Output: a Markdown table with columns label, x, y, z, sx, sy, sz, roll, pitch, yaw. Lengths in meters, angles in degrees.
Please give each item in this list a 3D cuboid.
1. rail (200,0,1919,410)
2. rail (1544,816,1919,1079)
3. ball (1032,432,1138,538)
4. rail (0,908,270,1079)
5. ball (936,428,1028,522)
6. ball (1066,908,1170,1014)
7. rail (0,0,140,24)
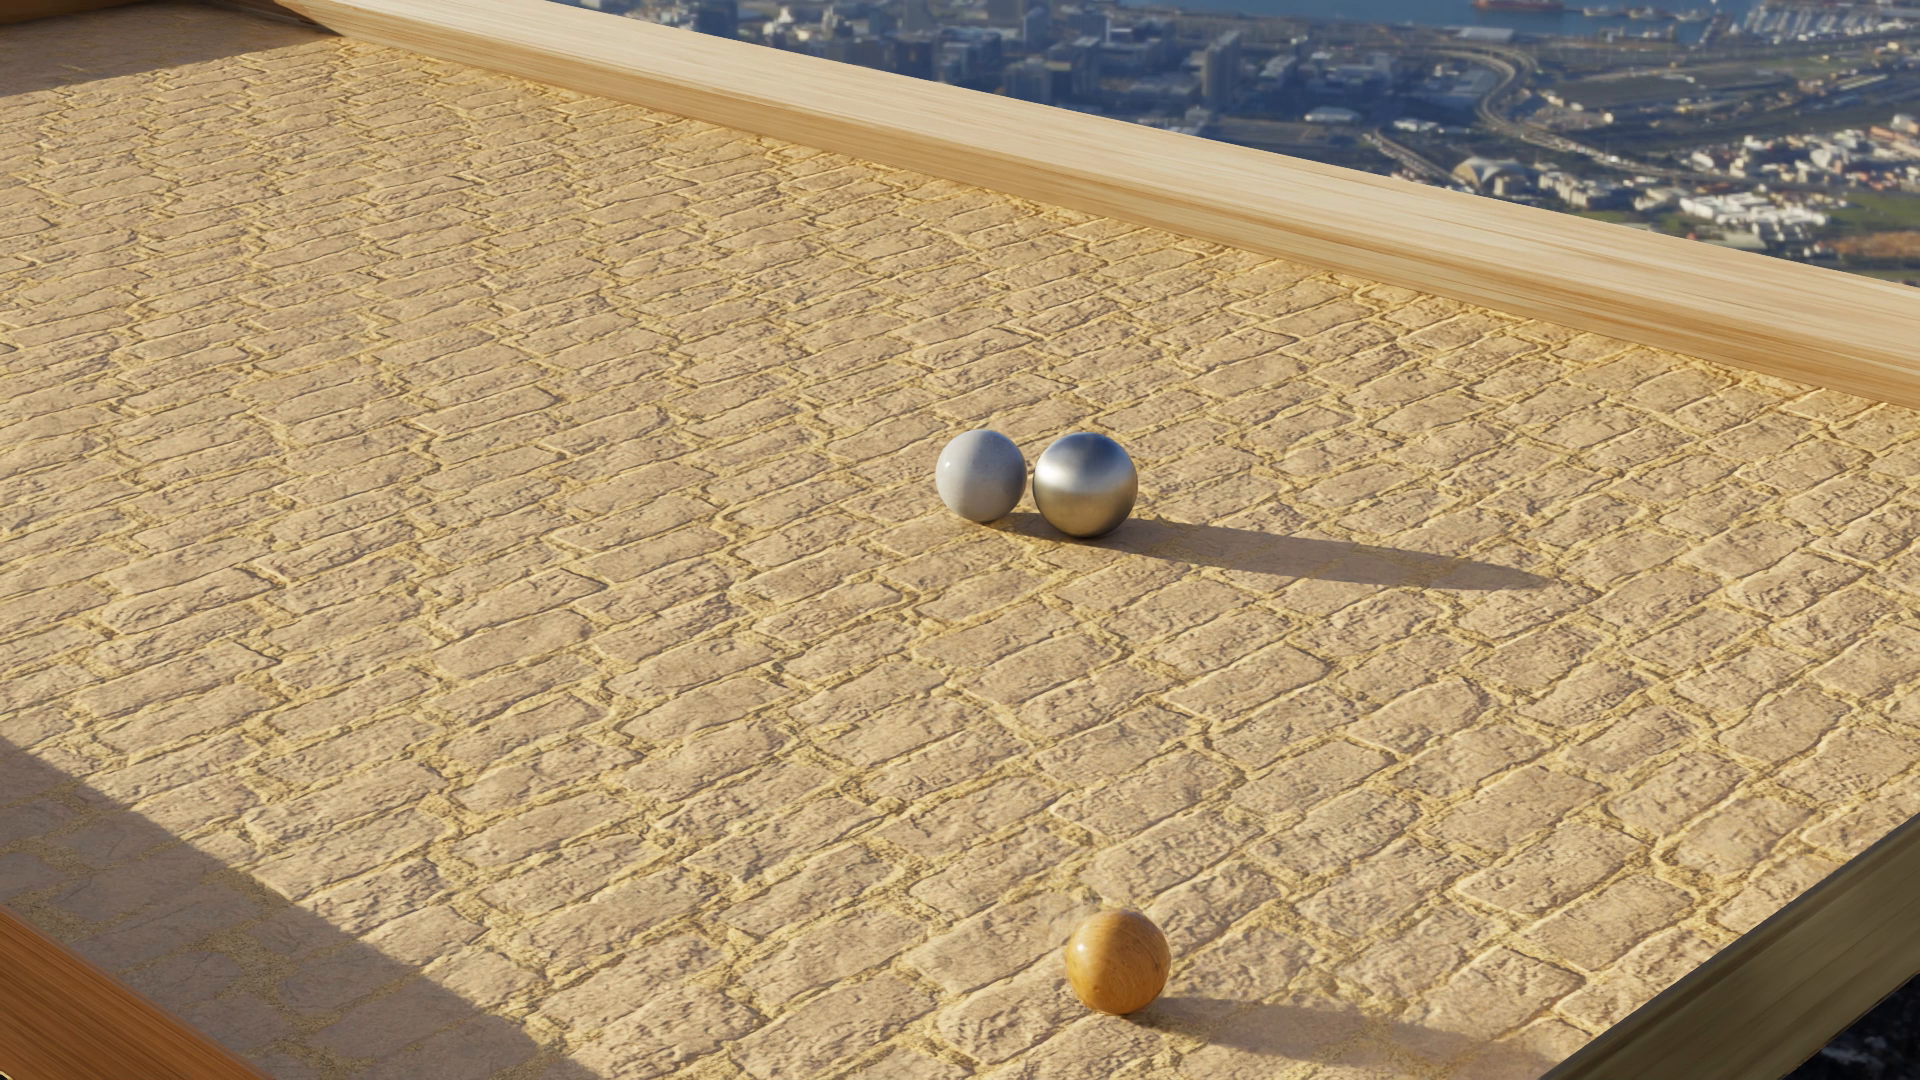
| label | x | y | z | sx | sy | sz | roll | pitch | yaw |
| --- | --- | --- | --- | --- | --- | --- | --- | --- | --- |
| rail | -0.006 | -0.527 | 3.873 | 3.796 | 0.127 | 0.045 | 19 | 28 | 40 |
| rail | 0.672 | 0.204 | 2.001 | 0.045 | 0.127 | 2.033 | 19 | 28 | 40 |
| ball | 0.115 | -0.050 | 2.695 | 0.098 | 0.098 | 0.098 | 0 | 21 | 0 |
| rail | -1.372 | -0.003 | 2.530 | 3.796 | 0.127 | 0.045 | 19 | 28 | 40 |
| ball | 0.020 | -0.060 | 2.735 | 0.087 | 0.087 | 0.087 | 0 | 21 | 0 |
| ball | 0.103 | 0.273 | 1.907 | 0.068 | 0.068 | 0.068 | 0 | 21 | 0 |
| rail | -2.049 | -0.734 | 4.402 | 0.045 | 0.127 | 2.033 | 19 | 28 | 40 |
